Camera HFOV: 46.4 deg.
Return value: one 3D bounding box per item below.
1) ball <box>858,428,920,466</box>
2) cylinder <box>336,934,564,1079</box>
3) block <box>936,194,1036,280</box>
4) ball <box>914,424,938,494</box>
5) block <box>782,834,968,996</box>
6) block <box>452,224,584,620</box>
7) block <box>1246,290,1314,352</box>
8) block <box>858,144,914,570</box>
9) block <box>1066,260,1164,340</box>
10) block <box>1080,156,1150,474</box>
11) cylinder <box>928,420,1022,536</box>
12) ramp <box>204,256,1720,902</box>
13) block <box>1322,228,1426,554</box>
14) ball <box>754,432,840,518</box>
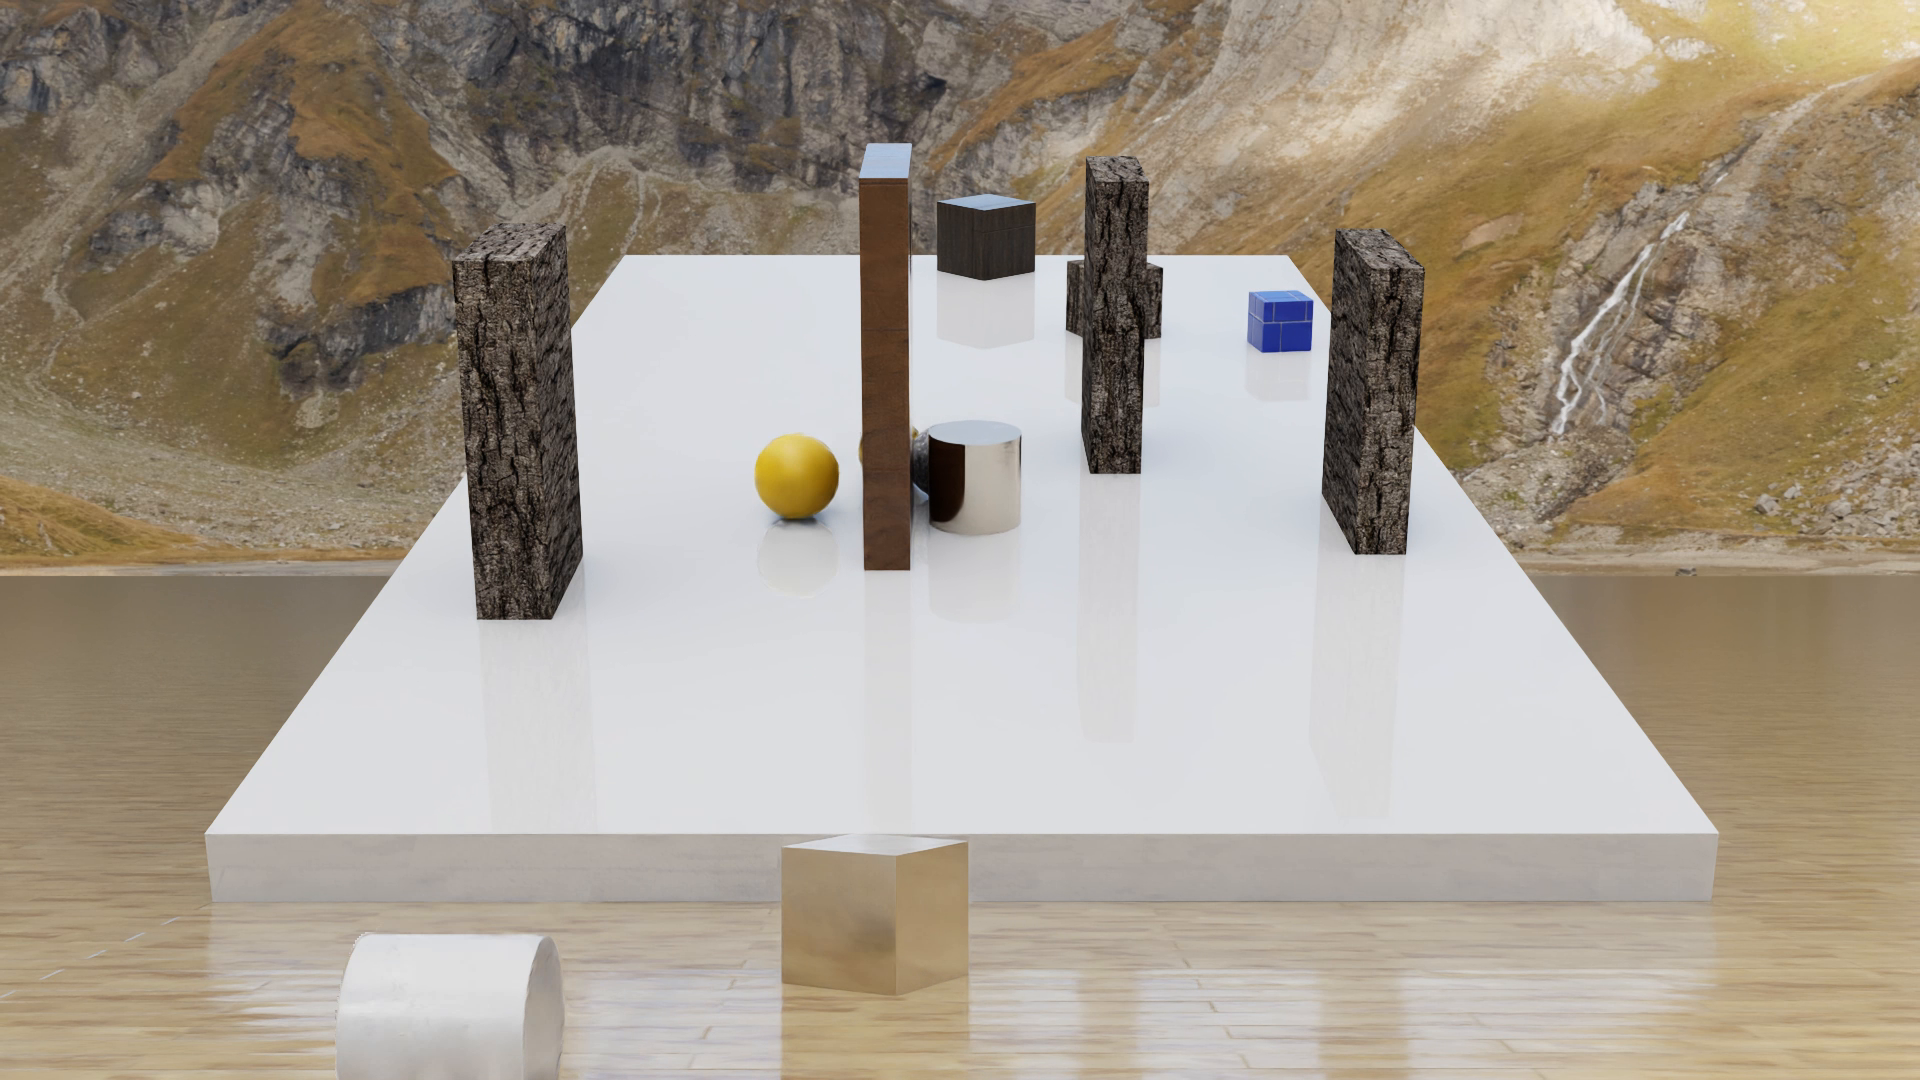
[{"bbox_3d":[-0.137,-0.177,4.463,0.134,0.134,0.134,0,-1,0],"label":"ball"},{"bbox_3d":[-0.408,0.393,1.806,0.146,0.146,0.146,0,-1,2],"label":"cylinder"},{"bbox_3d":[0.076,-0.880,6.497,0.202,0.202,0.202,-16,24,-40],"label":"block"},{"bbox_3d":[-0.029,-0.154,4.373,0.146,0.146,0.146,0,-1,0],"label":"ball"},{"bbox_3d":[-0.091,0.402,2.425,0.146,0.146,0.146,0,-1,31],"label":"block"},{"bbox_3d":[-0.743,-0.207,3.796,0.124,0.604,0.336,0,18,0],"label":"block"},{"bbox_3d":[0.801,-0.548,5.608,0.128,0.128,0.128,-3,18,-10],"label":"block"},{"bbox_3d":[-0.130,-0.339,4.056,0.082,0.696,0.404,0,18,0],"label":"block"},{"bbox_3d":[0.394,-0.616,5.727,0.181,0.181,0.181,-8,20,-23],"label":"block"},{"bbox_3d":[0.316,-0.469,4.616,0.104,0.594,0.335,0,18,0],"label":"block"},{"bbox_3d":[0.028,-0.119,4.219,0.175,0.175,0.175,0,18,0],"label":"cylinder"},{"bbox_3d":[-0.004,-0.188,4.873,2.000,0.100,4.000,0,18,0],"label":"ramp"},{"bbox_3d":[0.762,-0.283,4.161,0.094,0.526,0.384,0,18,0],"label":"block"},{"bbox_3d":[-0.310,-0.122,4.247,0.164,0.164,0.164,0,-1,0],"label":"ball"}]
